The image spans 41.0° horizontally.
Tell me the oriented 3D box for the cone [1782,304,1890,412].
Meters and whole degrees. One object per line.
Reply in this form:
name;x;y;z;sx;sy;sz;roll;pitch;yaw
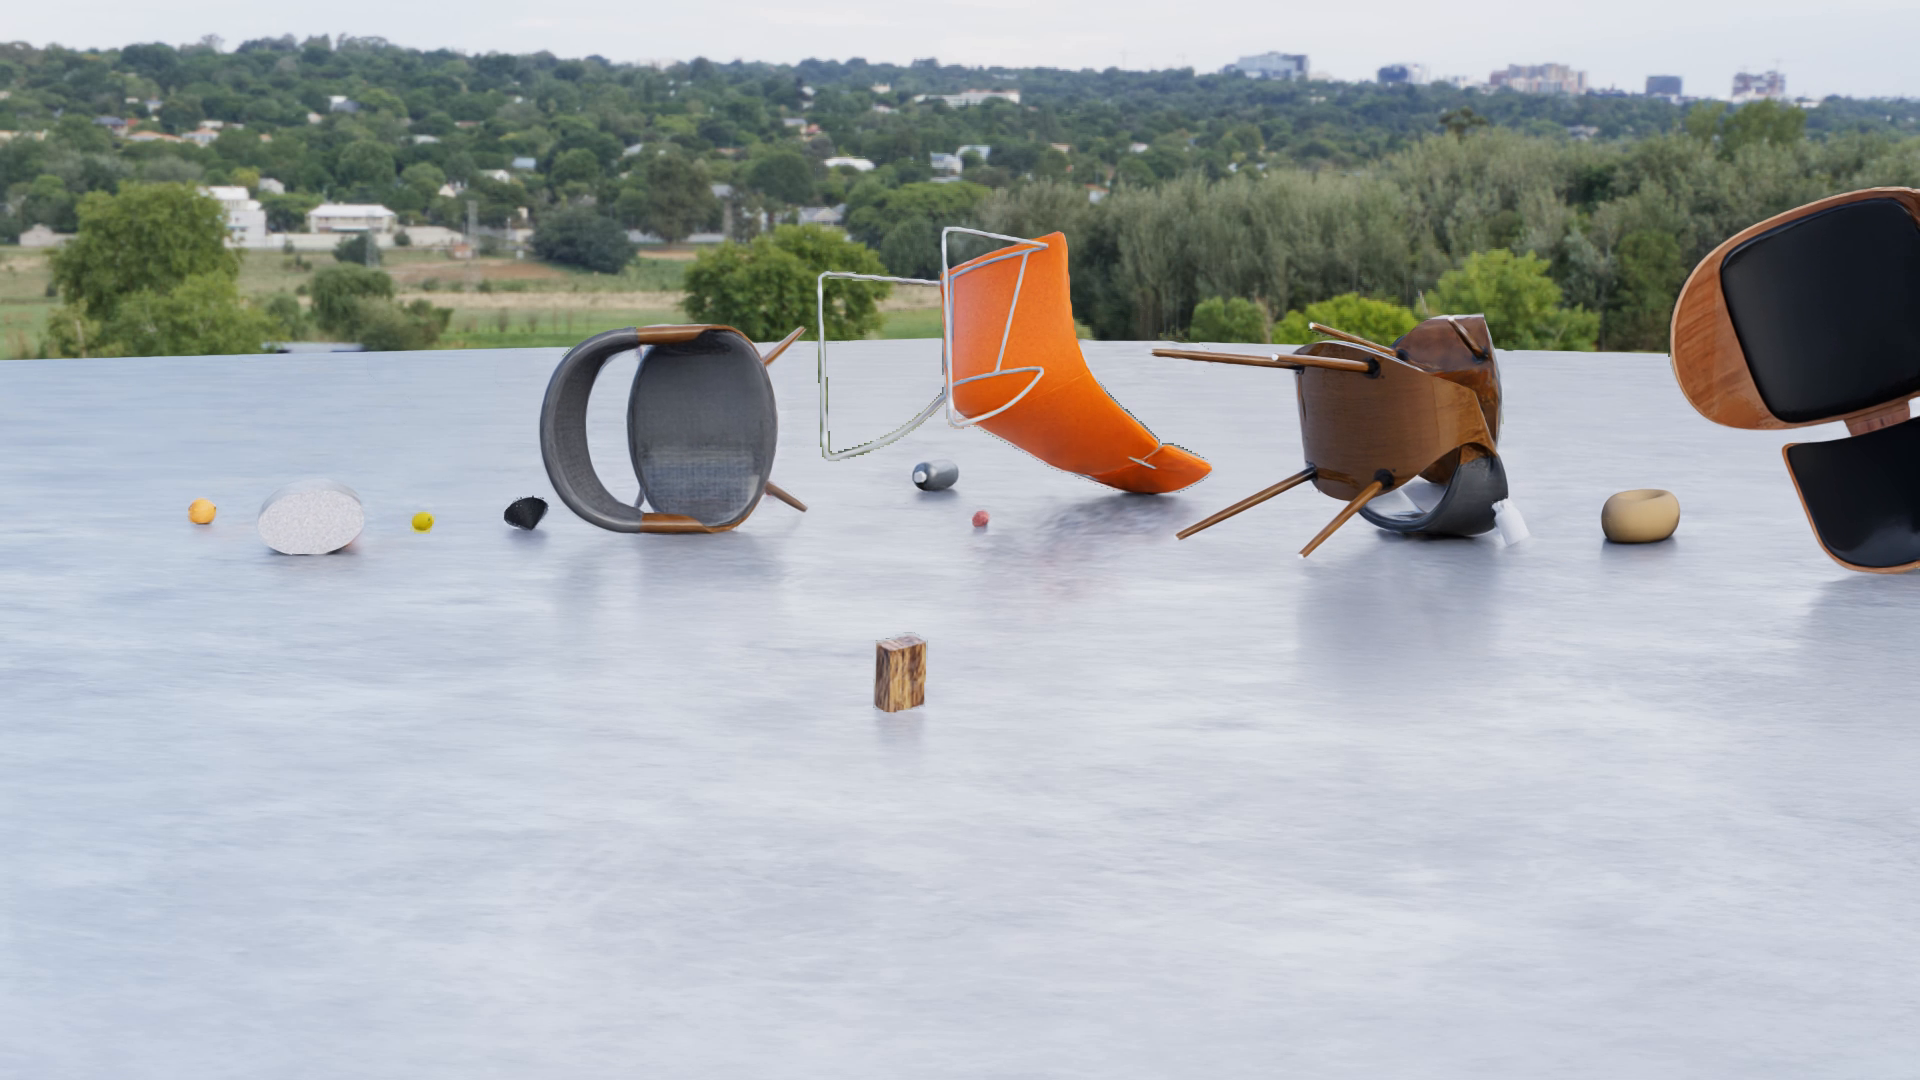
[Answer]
cone;2.201;-0.487;6.295;0.251;0.256;0.159;40;-7;17

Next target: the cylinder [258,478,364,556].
cylinder;-1.570;-0.058;6.214;0.246;0.154;0.331;-8;8;-13

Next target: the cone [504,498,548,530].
cone;-1.122;-0.048;6.676;0.119;0.107;0.067;-15;50;-12

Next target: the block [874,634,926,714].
block;-0.090;0.203;3.884;0.066;0.102;0.038;-13;25;-36

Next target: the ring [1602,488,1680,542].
ring;1.723;-0.061;6.494;0.184;0.108;0.483;1;6;23
